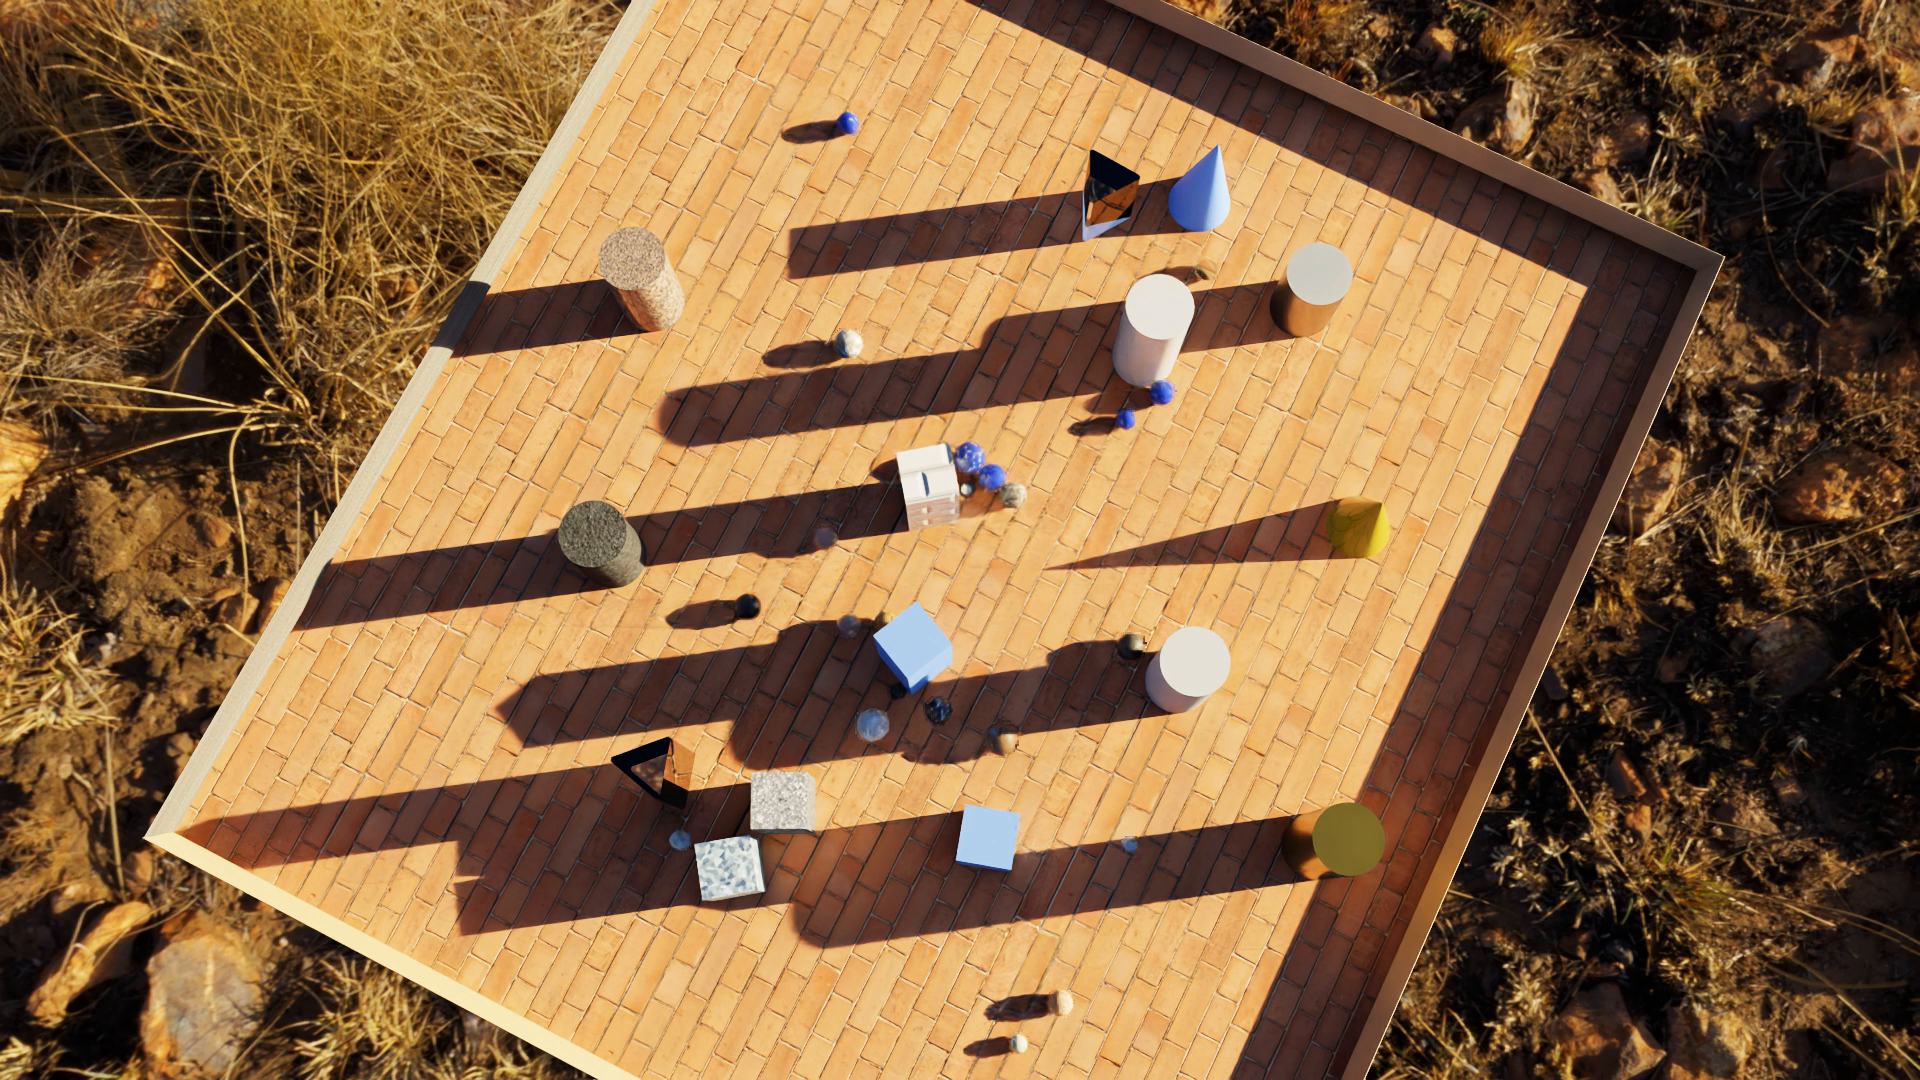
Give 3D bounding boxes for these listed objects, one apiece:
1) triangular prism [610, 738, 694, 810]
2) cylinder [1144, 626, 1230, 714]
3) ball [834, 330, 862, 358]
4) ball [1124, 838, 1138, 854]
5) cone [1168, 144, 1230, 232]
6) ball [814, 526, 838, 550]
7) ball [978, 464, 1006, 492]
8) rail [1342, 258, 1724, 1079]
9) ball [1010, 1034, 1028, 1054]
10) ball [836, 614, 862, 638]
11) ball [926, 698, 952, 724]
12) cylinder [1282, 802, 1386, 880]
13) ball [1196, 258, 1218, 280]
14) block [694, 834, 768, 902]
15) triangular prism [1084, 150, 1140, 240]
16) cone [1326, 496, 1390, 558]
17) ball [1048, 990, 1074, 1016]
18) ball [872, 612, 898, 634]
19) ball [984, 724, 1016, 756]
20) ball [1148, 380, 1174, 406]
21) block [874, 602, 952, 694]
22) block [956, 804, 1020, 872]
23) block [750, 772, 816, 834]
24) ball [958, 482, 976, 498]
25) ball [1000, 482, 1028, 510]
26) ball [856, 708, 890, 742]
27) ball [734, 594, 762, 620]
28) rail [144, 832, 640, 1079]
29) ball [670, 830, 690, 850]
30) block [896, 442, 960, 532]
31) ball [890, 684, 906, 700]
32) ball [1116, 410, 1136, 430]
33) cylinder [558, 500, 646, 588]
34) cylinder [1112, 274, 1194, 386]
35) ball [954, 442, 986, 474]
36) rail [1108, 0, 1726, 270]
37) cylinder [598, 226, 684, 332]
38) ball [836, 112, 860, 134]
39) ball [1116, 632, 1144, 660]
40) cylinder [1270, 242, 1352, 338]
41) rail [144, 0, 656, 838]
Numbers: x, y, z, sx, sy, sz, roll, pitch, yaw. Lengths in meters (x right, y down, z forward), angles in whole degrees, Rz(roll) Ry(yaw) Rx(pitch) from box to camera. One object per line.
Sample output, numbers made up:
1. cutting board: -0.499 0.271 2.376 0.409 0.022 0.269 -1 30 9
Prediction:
1. triangular prism: -0.841 0.644 5.239 0.171 0.479 0.148 39 81 7
2. cylinder: 0.656 0.382 5.321 0.197 0.423 0.197 0 78 0
3. ball: -0.348 -0.608 5.696 0.090 0.090 0.090 0 78 0
4. ball: 0.504 0.903 5.407 0.045 0.045 0.045 0 78 0
5. cone: 0.762 -1.121 5.616 0.197 0.456 0.197 0 78 0
6. ball: -0.410 -0.003 5.580 0.074 0.074 0.074 0 78 0
7. ball: 0.099 -0.192 5.612 0.086 0.086 0.086 0 78 0
8. rail: 1.517 0.749 5.395 0.045 0.128 3.707 26 80 5
9. ball: 0.168 1.455 5.288 0.053 0.053 0.053 0 78 0
10. ball: -0.336 0.259 5.525 0.075 0.075 0.075 0 78 0
11. ball: -0.062 0.510 5.470 0.080 0.080 0.080 0 78 0
12. cylinder: 1.051 0.857 5.189 0.197 0.489 0.197 0 78 0
13. ball: 0.774 -0.849 5.758 0.068 0.068 0.068 0 78 0
14. block: -0.660 0.949 5.292 0.158 0.251 0.158 -10 78 -2
15. triangular prism: 0.433 -1.085 5.680 0.171 0.316 0.148 -29 80 -6
16. cone: 1.222 -0.074 5.462 0.197 0.333 0.197 0 78 0
17. ball: 0.290 1.340 5.302 0.074 0.074 0.074 0 78 0
18. ball: -0.219 0.260 5.516 0.091 0.091 0.091 0 78 0
19. ball: 0.121 0.593 5.444 0.097 0.097 0.097 0 78 0
20. ball: 0.623 -0.455 5.671 0.079 0.079 0.079 0 78 0
21. block: -0.134 0.320 5.351 0.158 0.391 0.158 -38 81 -7
22. block: 0.079 0.864 5.294 0.158 0.281 0.158 9 78 2
23. block: -0.509 0.763 5.303 0.158 0.304 0.158 0 78 0
24. ball: 0.021 -0.156 5.623 0.050 0.050 0.050 0 78 0
25. ball: 0.163 -0.137 5.599 0.085 0.085 0.085 0 78 0
26. ball: -0.259 0.551 5.453 0.098 0.098 0.098 0 78 0
27. ball: -0.641 0.202 5.532 0.084 0.084 0.084 0 78 0
28. rail: -0.818 1.609 5.217 3.439 0.128 0.045 26 80 5
29. ball: -0.827 0.883 5.404 0.058 0.058 0.058 0 78 0
30. block: -0.092 -0.154 5.461 0.158 0.367 0.158 -11 79 -2
31. ball: -0.185 0.455 5.497 0.050 0.050 0.050 0 78 0
32. ball: 0.513 -0.371 5.662 0.061 0.061 0.061 0 78 0
33. cylinder: -1.057 0.016 5.439 0.197 0.341 0.197 0 78 0
34. cylinder: 0.575 -0.622 5.501 0.197 0.479 0.197 0 78 0
35. ball: 0.028 -0.252 5.617 0.099 0.099 0.099 0 78 0
36. rail: 0.818 -1.596 5.880 3.439 0.128 0.045 26 80 5
37. cylinder: -0.966 -0.789 5.580 0.197 0.391 0.197 0 78 0
38. ball: -0.358 -1.332 5.855 0.073 0.073 0.073 0 78 0
39. ball: 0.512 0.321 5.507 0.084 0.084 0.084 0 78 0
40. cylinder: 1.073 -0.764 5.618 0.197 0.307 0.197 0 78 0
41. rail: -1.517 -0.736 5.702 0.045 0.128 3.707 26 80 5
